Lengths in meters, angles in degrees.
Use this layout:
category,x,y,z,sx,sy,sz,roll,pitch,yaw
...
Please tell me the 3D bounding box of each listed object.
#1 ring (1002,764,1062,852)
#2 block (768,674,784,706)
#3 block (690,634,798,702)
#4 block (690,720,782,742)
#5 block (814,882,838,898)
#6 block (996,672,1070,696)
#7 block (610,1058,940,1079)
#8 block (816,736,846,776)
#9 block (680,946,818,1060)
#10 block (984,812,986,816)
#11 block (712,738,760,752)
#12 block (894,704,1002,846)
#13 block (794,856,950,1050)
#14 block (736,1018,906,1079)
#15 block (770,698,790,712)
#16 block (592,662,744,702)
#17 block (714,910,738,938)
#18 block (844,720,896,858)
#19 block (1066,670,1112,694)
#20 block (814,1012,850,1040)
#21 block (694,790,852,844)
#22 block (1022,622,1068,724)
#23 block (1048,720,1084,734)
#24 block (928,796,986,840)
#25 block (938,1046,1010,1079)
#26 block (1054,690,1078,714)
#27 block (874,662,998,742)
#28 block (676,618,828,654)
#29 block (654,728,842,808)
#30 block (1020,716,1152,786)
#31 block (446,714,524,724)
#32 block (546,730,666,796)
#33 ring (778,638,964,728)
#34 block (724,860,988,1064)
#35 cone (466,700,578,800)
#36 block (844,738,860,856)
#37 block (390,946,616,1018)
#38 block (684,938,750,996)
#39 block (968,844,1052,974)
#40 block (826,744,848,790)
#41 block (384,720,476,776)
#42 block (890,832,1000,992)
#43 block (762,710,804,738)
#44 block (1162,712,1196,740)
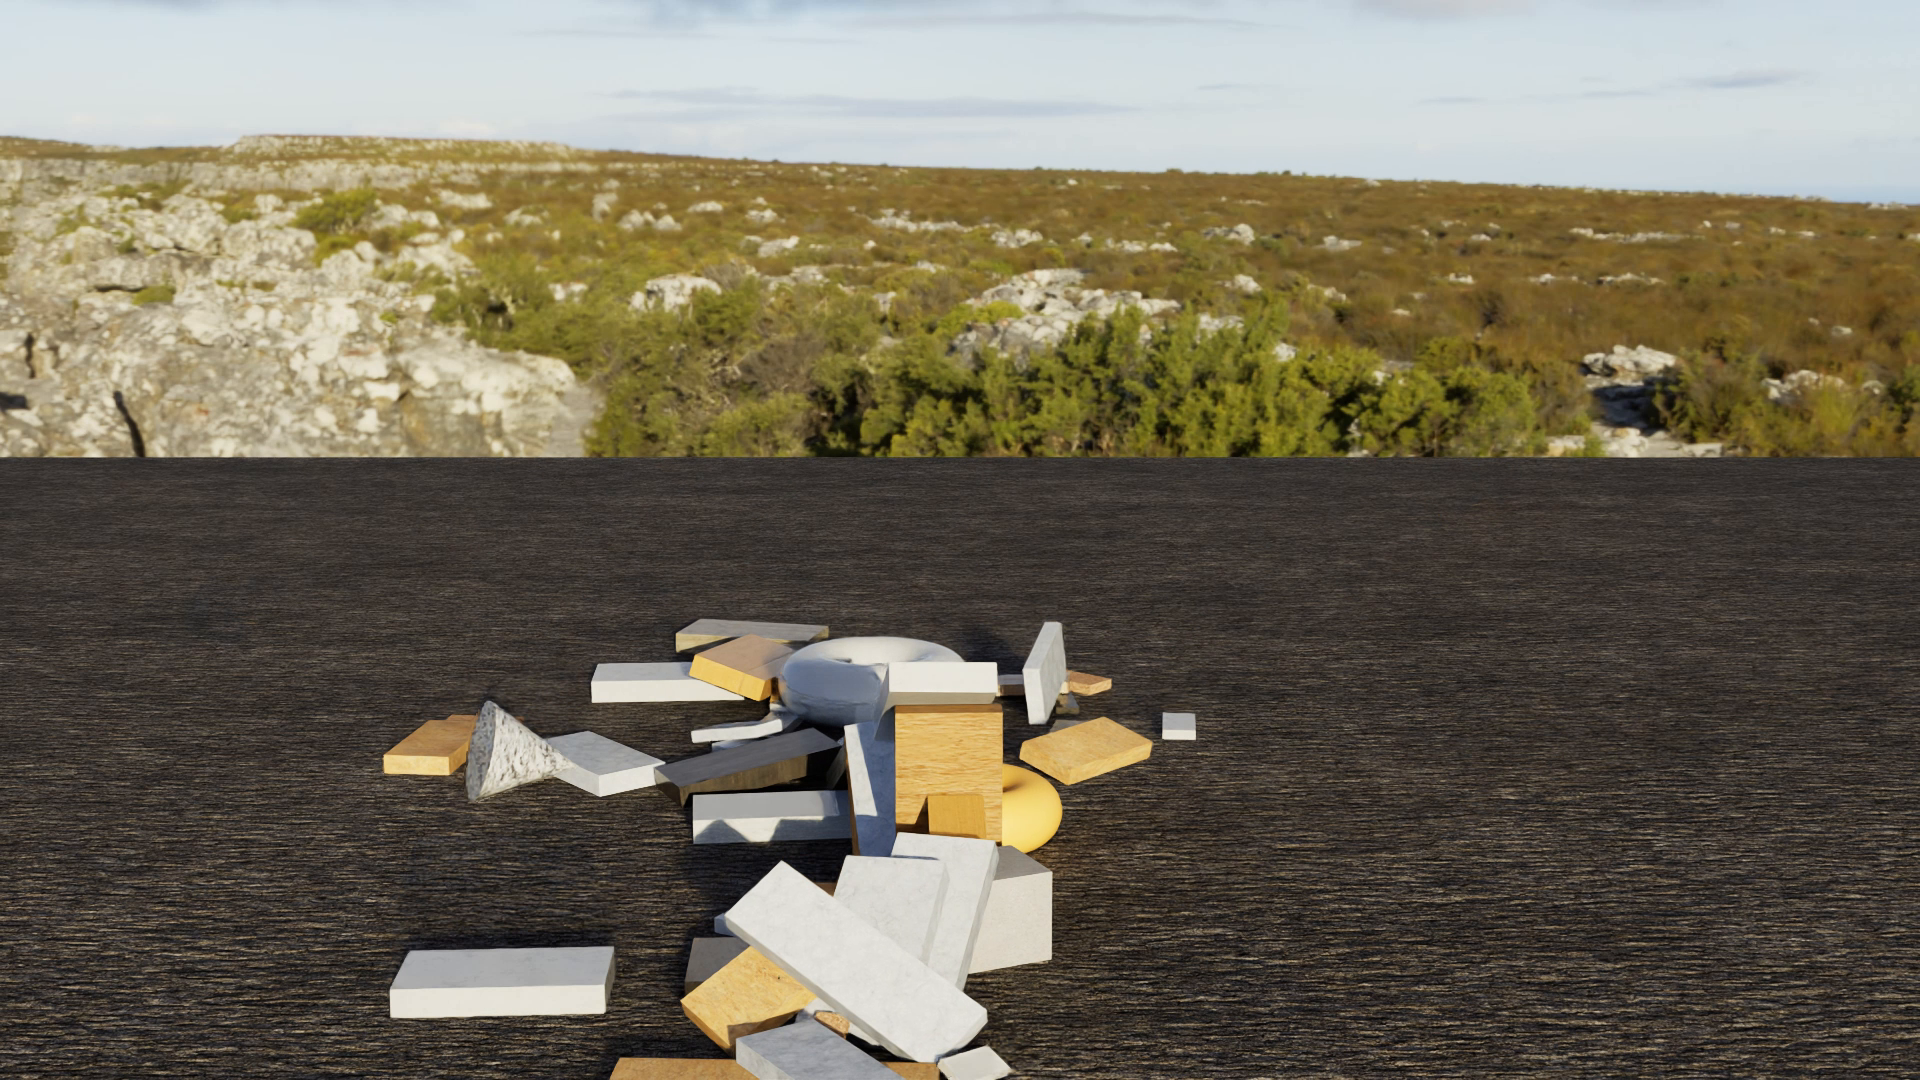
category,x,y,z,sx,sy,sz,roll,pitch,yaw
ring,0.014,0.482,3.946,0.340,0.113,0.340,1,10,0
block,-0.386,0.324,4.905,0.020,0.069,0.138,19,15,11
block,-0.463,0.284,4.959,0.168,0.048,0.376,19,9,11
block,-0.462,0.394,4.546,0.172,0.024,0.086,-7,1,34
block,-0.215,0.589,3.423,0.132,0.037,0.265,1,8,-5
block,0.101,0.328,4.965,0.291,0.025,0.088,-3,11,6
block,-0.243,0.721,2.858,0.427,0.037,0.132,0,11,2
block,-0.187,0.429,4.438,0.129,0.037,0.258,3,11,16
block,-0.261,0.616,3.083,0.236,0.033,0.118,-35,46,-26
block,-0.004,0.525,3.532,0.089,0.177,0.025,0,11,-2
block,-0.416,0.433,4.448,0.086,0.024,0.172,-9,14,-41
block,-0.018,0.438,3.551,0.171,0.342,0.048,0,12,-2
block,-0.122,0.586,3.145,0.153,0.043,0.305,1,42,14
block,-0.182,0.687,2.848,0.118,0.033,0.236,-7,13,-33
block,-0.342,0.359,4.852,0.079,0.022,0.158,6,12,29
block,-0.658,0.321,4.988,0.337,0.048,0.168,-1,11,-4
block,-0.264,0.615,3.470,0.240,0.024,0.086,6,12,28
block,-0.094,0.440,3.736,0.171,0.048,0.342,-11,42,0
block,0.260,0.324,5.041,0.157,0.022,0.079,9,14,40
block,-0.183,0.686,2.996,0.047,0.013,0.094,2,40,13
block,-0.332,0.504,4.014,0.307,0.043,0.153,-1,11,-7
block,0.187,0.289,4.806,0.037,0.129,0.258,-2,20,14
block,0.230,0.410,4.567,0.088,0.025,0.176,2,11,11
block,-0.004,0.456,3.438,0.089,0.025,0.177,0,24,-2
block,0.019,0.699,2.913,0.094,0.013,0.047,-3,34,-47
block,0.229,0.359,4.871,0.050,0.014,0.142,-1,11,-5
block,-0.045,0.270,3.629,0.171,0.048,0.342,1,-18,-6
block,-0.509,0.244,5.404,0.337,0.048,0.168,3,11,14
block,-0.408,0.439,4.259,0.334,0.042,0.147,-12,15,-24
block,0.253,0.420,4.402,0.129,0.037,0.258,26,25,37
block,-1.014,0.394,4.664,0.157,0.022,0.079,1,11,7
block,-0.725,0.441,4.358,0.147,0.042,0.294,-9,14,-39
ring,-0.182,0.308,4.736,0.419,0.140,0.419,1,10,0
block,-0.147,0.592,3.041,0.382,0.033,0.118,31,56,27
cone,-0.825,0.419,4.221,0.193,0.193,0.193,12,5,-24
block,-0.112,0.455,3.792,0.153,0.043,0.307,-9,42,1
block,-0.668,0.649,3.233,0.305,0.043,0.153,-1,11,-3
block,-0.363,0.643,3.314,0.089,0.025,0.177,0,11,-2
block,0.047,0.568,3.398,0.141,0.141,0.141,-5,12,-25
block,-0.152,0.417,4.086,0.153,0.043,0.307,-4,-17,-12
block,-1.061,0.421,4.476,0.132,0.037,0.265,1,11,6
block,-0.052,0.568,3.222,0.153,0.043,0.305,3,45,16
block,-0.386,0.392,4.683,0.069,0.020,0.138,2,11,12
block,0.464,0.395,4.666,0.069,0.020,0.138,1,11,5
